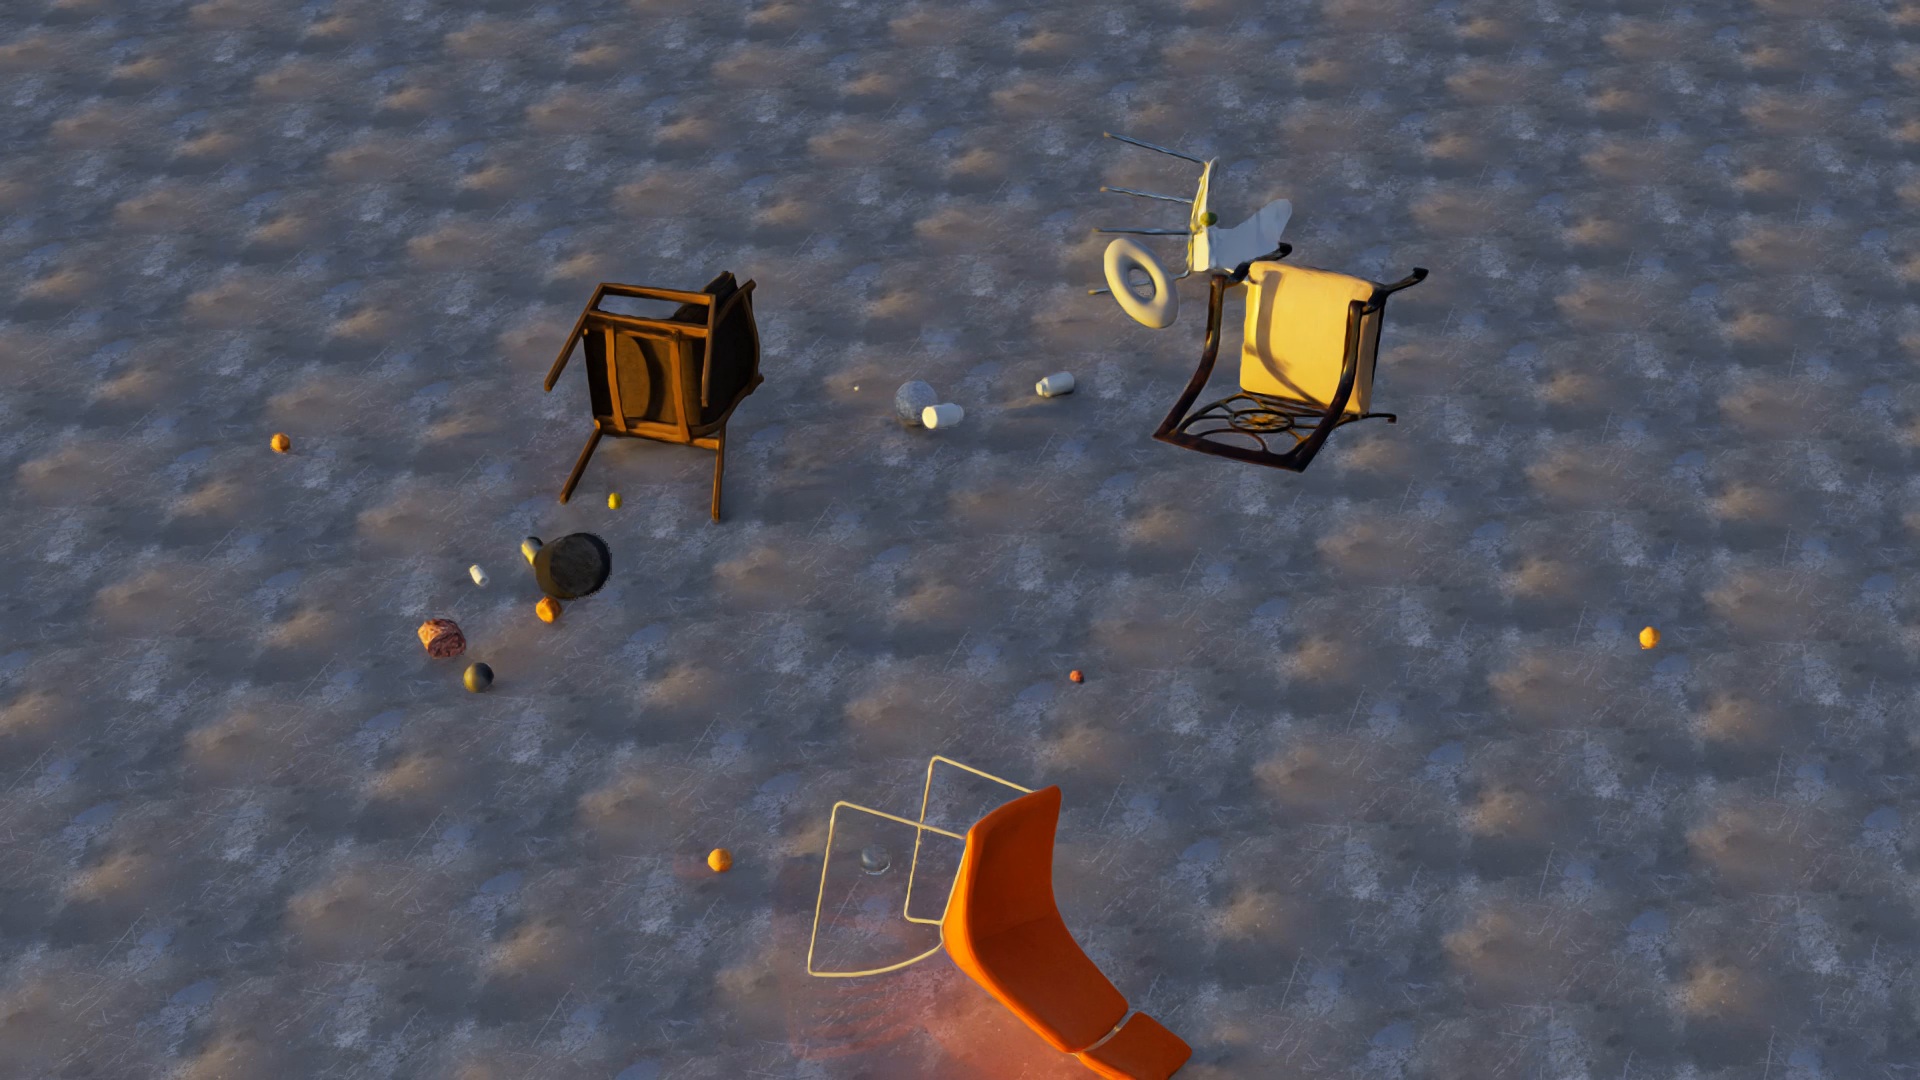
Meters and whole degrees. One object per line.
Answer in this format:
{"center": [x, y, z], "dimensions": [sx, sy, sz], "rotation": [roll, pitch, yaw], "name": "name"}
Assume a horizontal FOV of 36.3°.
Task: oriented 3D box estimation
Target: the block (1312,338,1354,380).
{"center": [1.511, -0.735, 11.893], "dimensions": [0.122, 0.128, 0.141], "rotation": [-7, 18, -15], "name": "block"}

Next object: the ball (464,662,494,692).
{"center": [-1.664, 0.473, 10.136], "dimensions": [0.100, 0.100, 0.100], "rotation": [0, 33, 0], "name": "ball"}

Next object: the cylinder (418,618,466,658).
{"center": [-1.803, 0.340, 10.214], "dimensions": [0.138, 0.088, 0.163], "rotation": [-8, 20, -19], "name": "cylinder"}

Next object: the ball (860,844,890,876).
{"center": [-0.270, 1.015, 9.314], "dimensions": [0.099, 0.099, 0.099], "rotation": [0, 33, 0], "name": "ball"}

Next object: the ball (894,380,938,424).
{"center": [-0.173, -0.546, 11.613], "dimensions": [0.177, 0.177, 0.177], "rotation": [0, 33, 0], "name": "ball"}

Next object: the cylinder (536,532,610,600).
{"center": [-1.386, 0.094, 10.493], "dimensions": [0.235, 0.220, 0.160], "rotation": [-45, 15, -23], "name": "cylinder"}

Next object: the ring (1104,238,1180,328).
{"center": [0.693, -0.981, 11.191], "dimensions": [0.226, 0.105, 0.399], "rotation": [-32, 79, -4], "name": "ring"}
